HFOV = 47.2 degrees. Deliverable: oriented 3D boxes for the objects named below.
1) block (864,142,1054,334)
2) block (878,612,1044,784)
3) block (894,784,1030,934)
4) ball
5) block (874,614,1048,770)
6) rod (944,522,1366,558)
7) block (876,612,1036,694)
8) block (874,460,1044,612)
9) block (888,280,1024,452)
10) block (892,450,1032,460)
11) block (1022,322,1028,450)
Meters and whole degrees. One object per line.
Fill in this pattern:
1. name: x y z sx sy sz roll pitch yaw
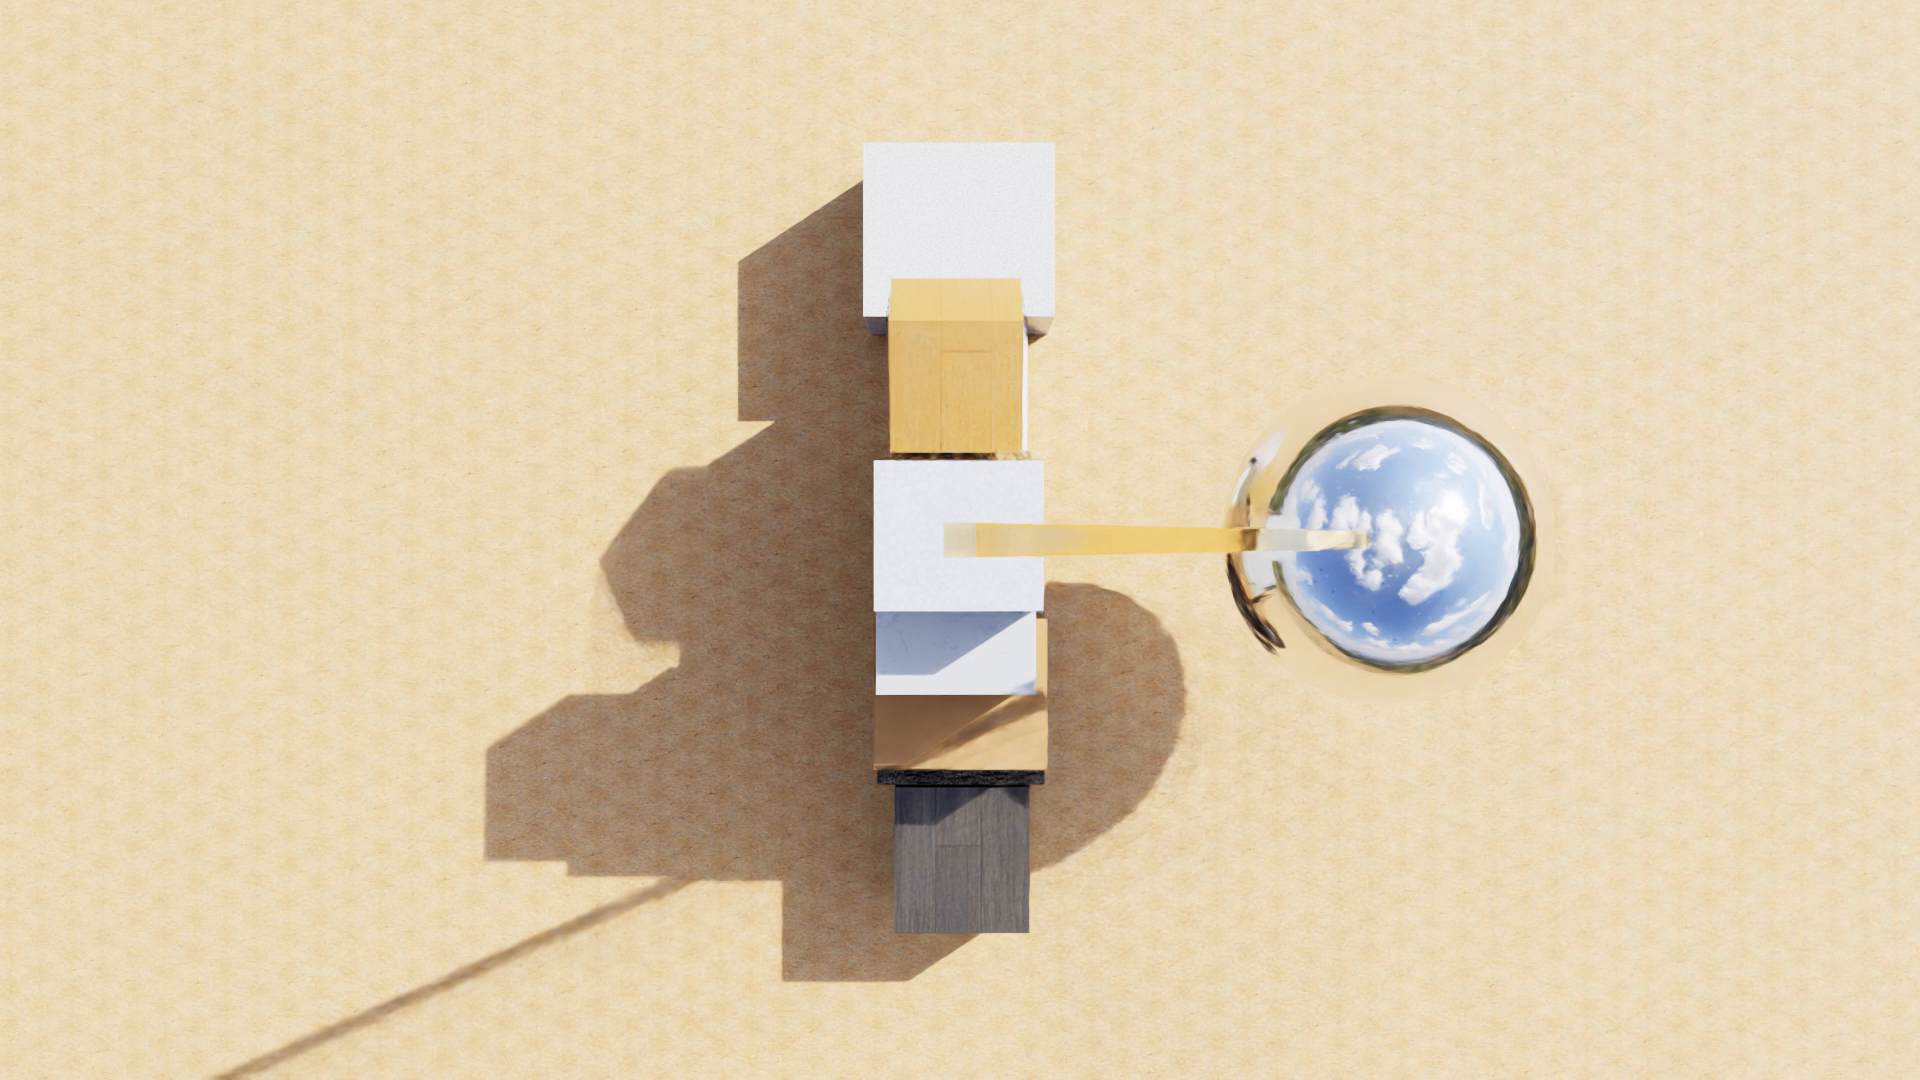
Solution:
1. block: -0.005 -1.688 12.478 1.042 1.045 0.945 0 90 0
2. block: 0.003 0.862 12.563 0.921 0.875 0.973 0 90 0
3. block: 0.012 1.760 12.540 0.740 0.921 0.802 0 90 0
4. ball: 2.074 0.000 10.703 1.600 1.600 1.600 0 90 0
5. block: 0.003 0.793 11.711 0.889 0.828 0.775 0 90 0
6. rod: 0.899 0.000 7.512 0.080 5.200 0.080 0 90 20
7. block: -0.019 0.314 10.855 0.760 0.806 0.847 0 90 0
8. block: -0.005 -0.016 10.123 0.756 0.664 0.671 0 90 0
9. block: -0.019 -0.883 11.052 0.654 0.639 0.686 0 115 0
10. block: 0.007 -0.031 11.695 0.718 0.867 0.845 0 90 0
11. block: -0.003 -0.830 12.584 0.753 0.831 0.751 0 90 0
